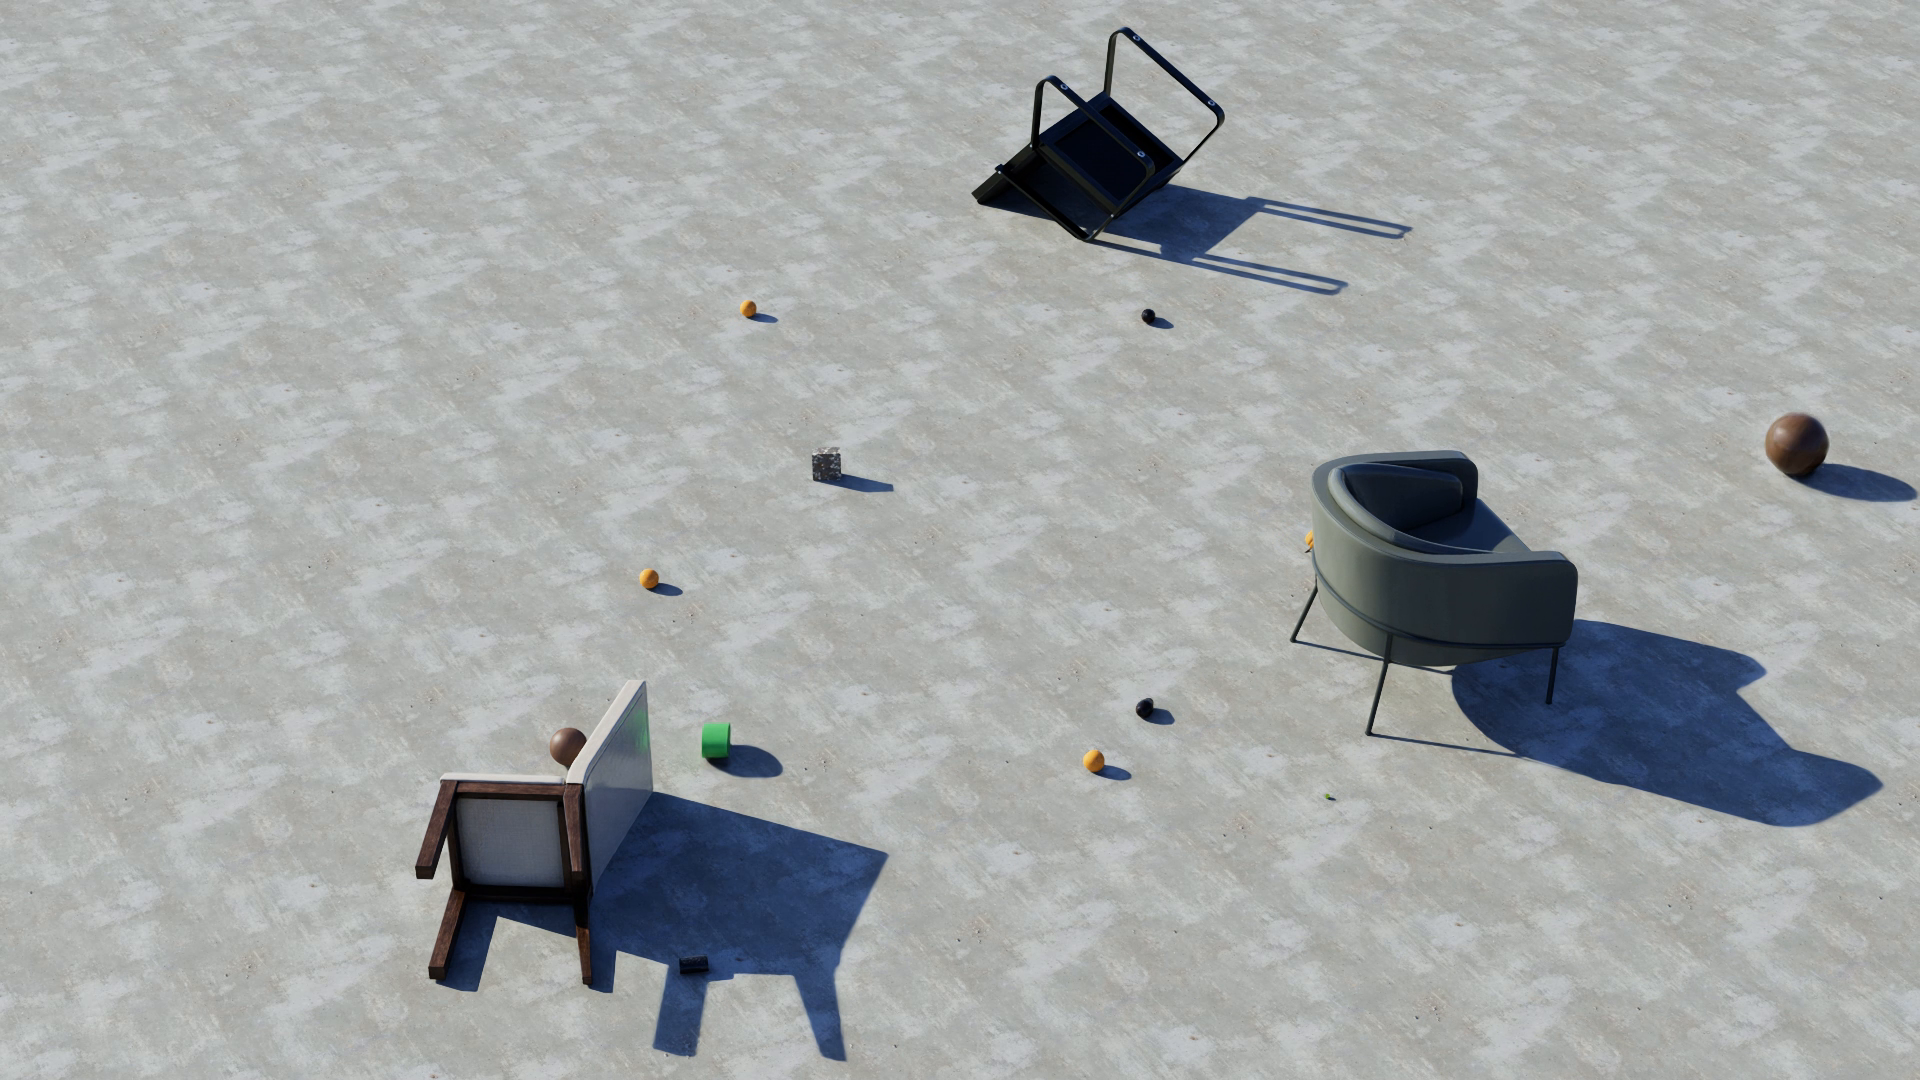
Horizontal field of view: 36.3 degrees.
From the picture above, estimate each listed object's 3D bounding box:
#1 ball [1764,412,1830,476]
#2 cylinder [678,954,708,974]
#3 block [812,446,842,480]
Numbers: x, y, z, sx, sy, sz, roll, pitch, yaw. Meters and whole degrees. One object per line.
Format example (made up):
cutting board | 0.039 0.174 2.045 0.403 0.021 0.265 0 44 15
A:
ball | 3.221 -0.370 11.288 0.240 0.240 0.240 0 33 0
cylinder | -0.812 1.293 8.938 0.087 0.049 0.057 -5 29 -8
block | -0.514 -0.293 11.281 0.109 0.119 0.049 -3 33 -4
